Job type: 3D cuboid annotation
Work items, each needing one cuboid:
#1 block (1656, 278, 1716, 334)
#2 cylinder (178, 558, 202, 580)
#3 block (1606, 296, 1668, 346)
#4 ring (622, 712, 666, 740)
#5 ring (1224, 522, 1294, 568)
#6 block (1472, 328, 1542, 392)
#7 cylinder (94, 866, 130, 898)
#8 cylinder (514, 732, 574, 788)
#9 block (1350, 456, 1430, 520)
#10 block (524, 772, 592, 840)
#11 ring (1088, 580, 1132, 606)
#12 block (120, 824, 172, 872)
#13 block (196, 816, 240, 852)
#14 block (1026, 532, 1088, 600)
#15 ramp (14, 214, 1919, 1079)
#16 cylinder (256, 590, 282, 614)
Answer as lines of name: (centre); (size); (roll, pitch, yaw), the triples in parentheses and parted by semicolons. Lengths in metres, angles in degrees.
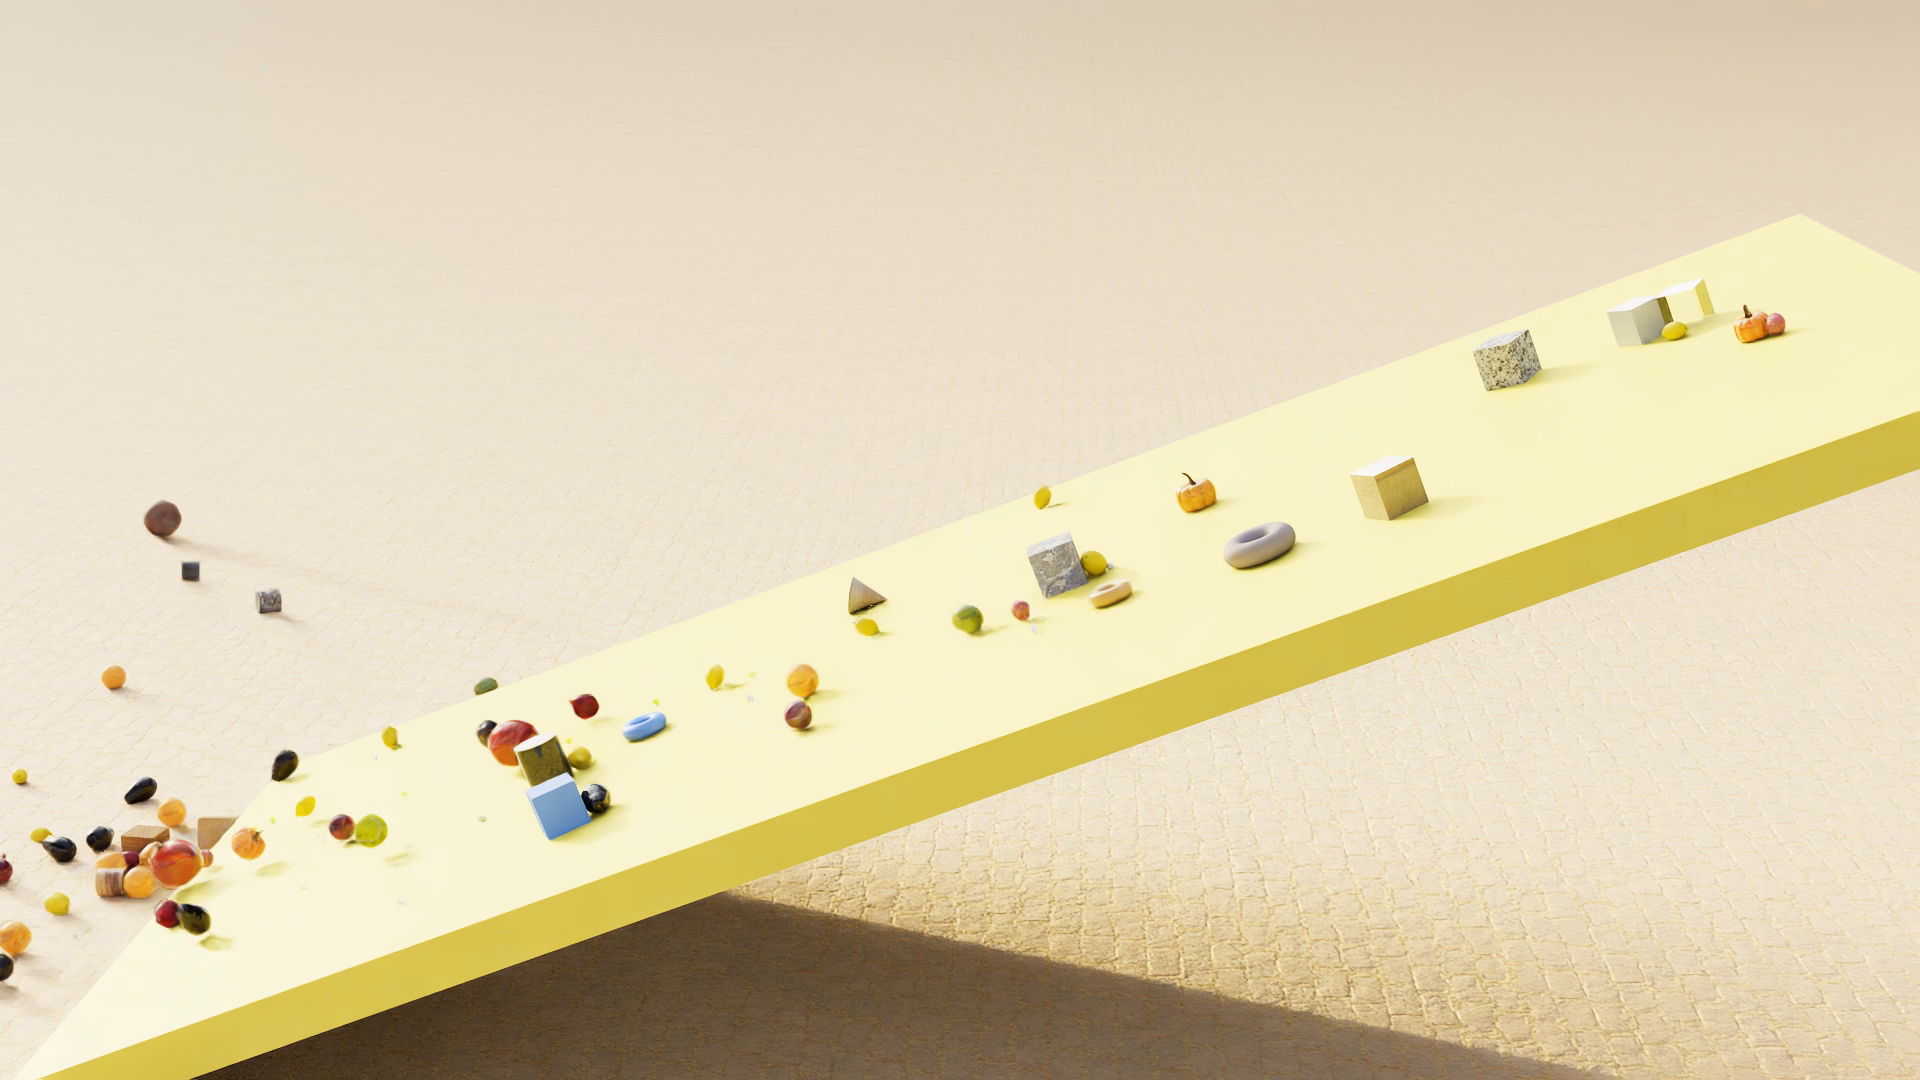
block: (1.569, -0.506, 6.357); (0.082, 0.082, 0.082); (-13, 14, 36)
cylinder: (-2.562, 0.101, 9.799); (0.059, 0.059, 0.059); (-26, 22, -17)
block: (1.472, -0.475, 6.384); (0.083, 0.083, 0.083); (-26, 13, -22)
ring: (-0.682, 0.402, 6.356); (0.102, 0.034, 0.102); (-19, 12, 4)
ring: (0.594, 0.010, 5.829); (0.150, 0.050, 0.150); (-21, 13, 5)
block: (1.204, -0.396, 6.469); (0.096, 0.096, 0.096); (-11, 15, 41)
cylinder: (-1.972, 0.796, 6.846); (0.063, 0.063, 0.063); (-18, 16, -6)
cylinder: (-0.883, 0.471, 6.246); (0.097, 0.097, 0.097); (-20, 12, 4)
block: (0.844, -0.102, 5.780); (0.095, 0.095, 0.095); (-25, 12, -18)
block: (-0.799, 0.529, 5.844); (0.091, 0.091, 0.091); (-24, 12, -13)
ring: (0.304, 0.108, 5.947); (0.094, 0.031, 0.094); (-20, 10, 4)
block: (-1.950, 0.738, 7.047); (0.084, 0.084, 0.084); (3, 14, 12)
block: (-1.794, 0.711, 7.119); (0.082, 0.082, 0.082); (0, -4, 1)
block: (0.204, 0.053, 6.205); (0.098, 0.098, 0.098); (-21, 12, 4)
ramp: (0.119, 0.175, 6.294); (4.000, 0.100, 2.000); (-20, 12, 7)
cylinder: (-2.203, 0.197, 9.371); (0.070, 0.070, 0.070); (-6, 15, -25)
